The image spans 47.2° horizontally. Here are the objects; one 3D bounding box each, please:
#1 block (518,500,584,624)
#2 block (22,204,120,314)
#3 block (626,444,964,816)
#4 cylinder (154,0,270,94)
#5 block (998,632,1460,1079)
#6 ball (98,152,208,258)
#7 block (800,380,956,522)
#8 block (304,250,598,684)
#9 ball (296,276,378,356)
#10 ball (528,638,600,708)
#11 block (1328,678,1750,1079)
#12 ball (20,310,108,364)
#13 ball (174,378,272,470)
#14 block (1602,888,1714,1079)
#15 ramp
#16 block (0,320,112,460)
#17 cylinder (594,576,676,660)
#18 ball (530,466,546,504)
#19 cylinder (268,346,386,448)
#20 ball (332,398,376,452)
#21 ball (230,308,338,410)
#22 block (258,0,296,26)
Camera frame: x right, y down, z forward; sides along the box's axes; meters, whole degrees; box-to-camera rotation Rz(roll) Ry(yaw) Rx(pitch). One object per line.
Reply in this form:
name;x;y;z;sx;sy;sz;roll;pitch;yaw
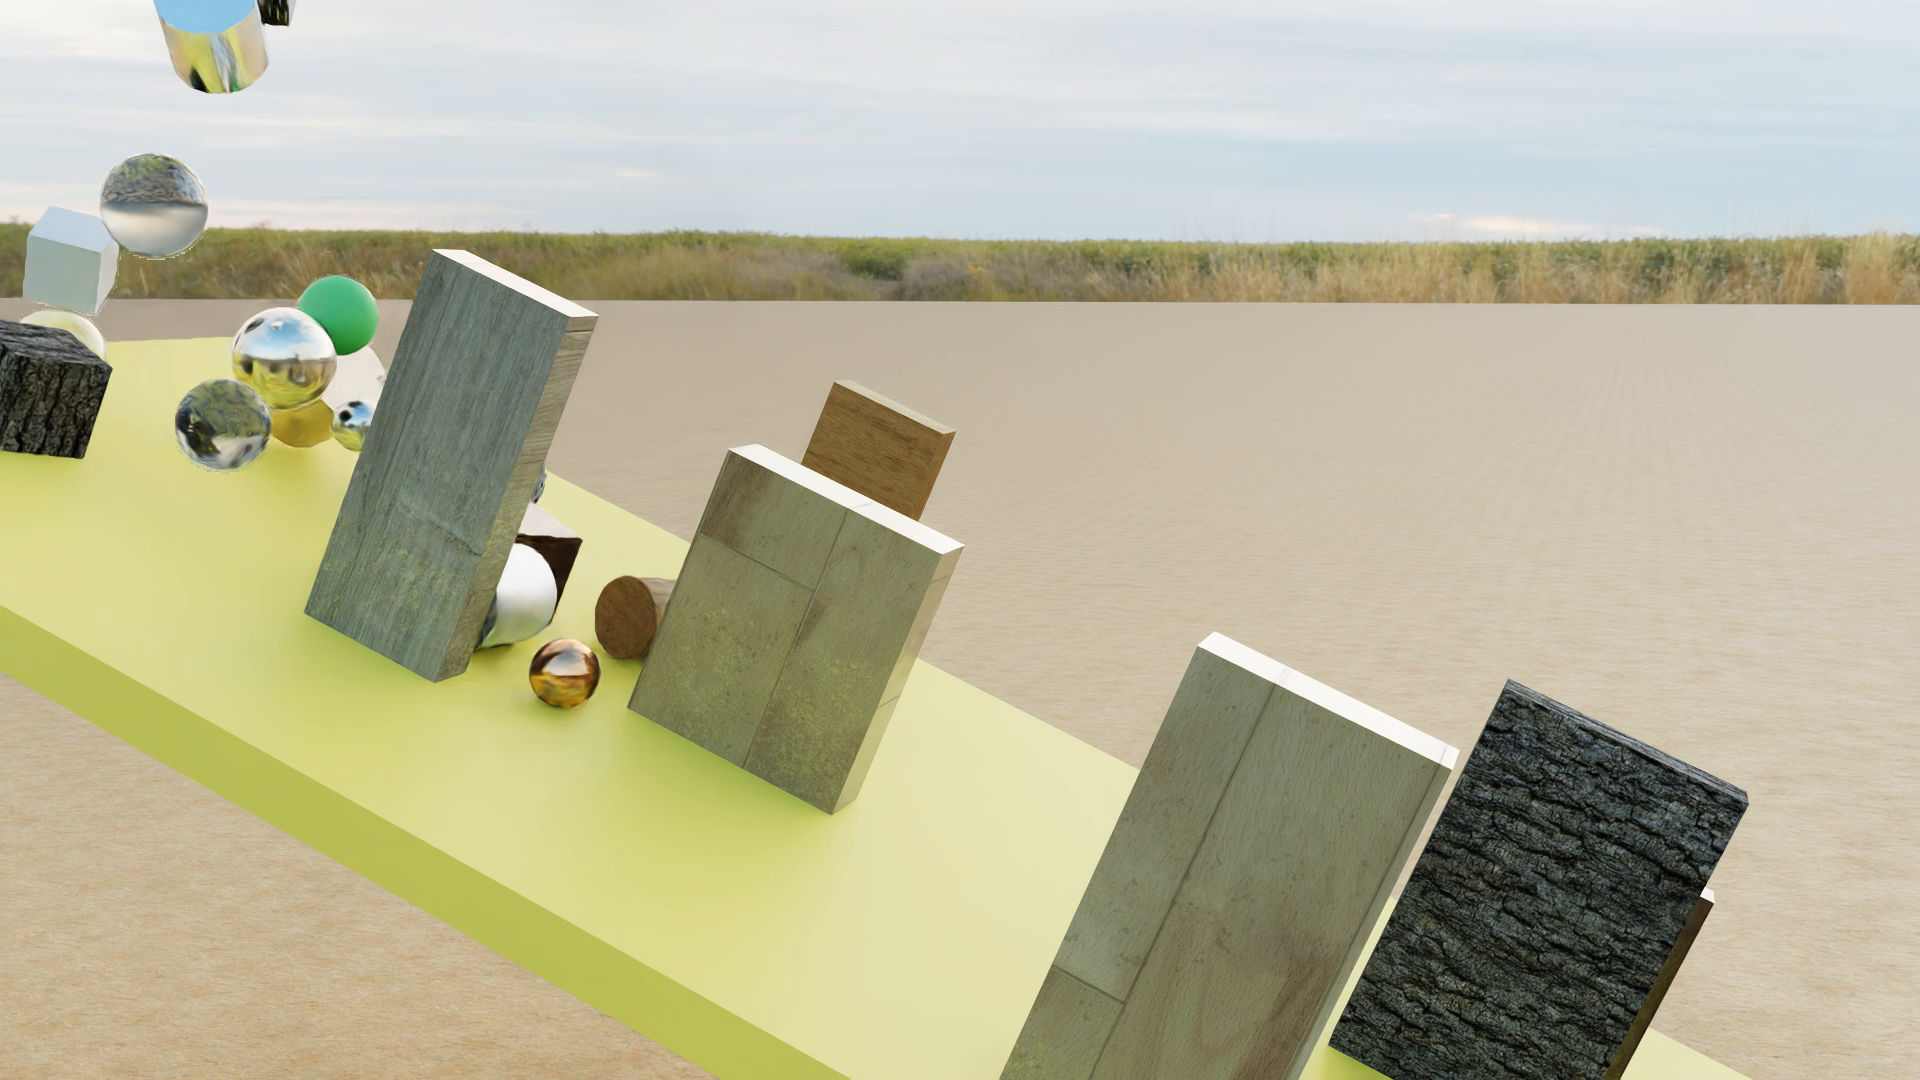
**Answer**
block;-0.902;0.036;4.329;0.191;0.191;0.191;32;16;34
block;-1.882;-0.595;4.665;0.148;0.148;0.148;14;31;-11
block;-0.308;0.162;4.073;0.444;0.534;0.136;26;13;13
cylinder;-1.412;-0.973;4.156;0.183;0.183;0.183;-1;-25;-9
block;0.385;0.557;3.216;0.390;0.741;0.130;26;13;13
ball;-1.613;-0.670;4.399;0.207;0.207;0.207;0;7;0
block;-0.250;-0.043;4.923;0.276;0.562;0.096;26;13;13
block;-0.898;-0.129;3.863;0.283;0.700;0.107;26;13;13
ball;-1.283;-0.462;4.533;0.164;0.164;0.164;0;7;0
ball;-0.714;0.241;3.975;0.127;0.127;0.127;0;7;0
block;1.003;0.668;3.854;0.439;0.727;0.095;26;13;13
ball;-1.801;-0.363;4.385;0.194;0.194;0.194;0;7;0
ball;-1.351;-0.212;4.033;0.169;0.169;0.169;0;7;0
block;1.146;0.788;4.209;0.402;0.460;0.082;26;13;13
ramp;-0.286;0.497;4.183;4.000;0.100;2.000;26;13;13
block;-1.762;-0.287;4.158;0.190;0.190;0.190;32;16;35
cylinder;-0.612;0.157;4.384;0.164;0.164;0.164;5;-1;35
ball;-1.009;-0.141;4.861;0.185;0.185;0.185;0;7;0
cylinder;-1.375;-0.320;4.733;0.198;0.198;0.198;-18;-5;34
ball;-1.232;-0.235;4.513;0.111;0.111;0.111;0;7;0
ball;-1.348;-0.361;4.387;0.204;0.204;0.204;0;7;0
block;-1.390;-1.134;4.305;0.168;0.168;0.168;5;47;-10
